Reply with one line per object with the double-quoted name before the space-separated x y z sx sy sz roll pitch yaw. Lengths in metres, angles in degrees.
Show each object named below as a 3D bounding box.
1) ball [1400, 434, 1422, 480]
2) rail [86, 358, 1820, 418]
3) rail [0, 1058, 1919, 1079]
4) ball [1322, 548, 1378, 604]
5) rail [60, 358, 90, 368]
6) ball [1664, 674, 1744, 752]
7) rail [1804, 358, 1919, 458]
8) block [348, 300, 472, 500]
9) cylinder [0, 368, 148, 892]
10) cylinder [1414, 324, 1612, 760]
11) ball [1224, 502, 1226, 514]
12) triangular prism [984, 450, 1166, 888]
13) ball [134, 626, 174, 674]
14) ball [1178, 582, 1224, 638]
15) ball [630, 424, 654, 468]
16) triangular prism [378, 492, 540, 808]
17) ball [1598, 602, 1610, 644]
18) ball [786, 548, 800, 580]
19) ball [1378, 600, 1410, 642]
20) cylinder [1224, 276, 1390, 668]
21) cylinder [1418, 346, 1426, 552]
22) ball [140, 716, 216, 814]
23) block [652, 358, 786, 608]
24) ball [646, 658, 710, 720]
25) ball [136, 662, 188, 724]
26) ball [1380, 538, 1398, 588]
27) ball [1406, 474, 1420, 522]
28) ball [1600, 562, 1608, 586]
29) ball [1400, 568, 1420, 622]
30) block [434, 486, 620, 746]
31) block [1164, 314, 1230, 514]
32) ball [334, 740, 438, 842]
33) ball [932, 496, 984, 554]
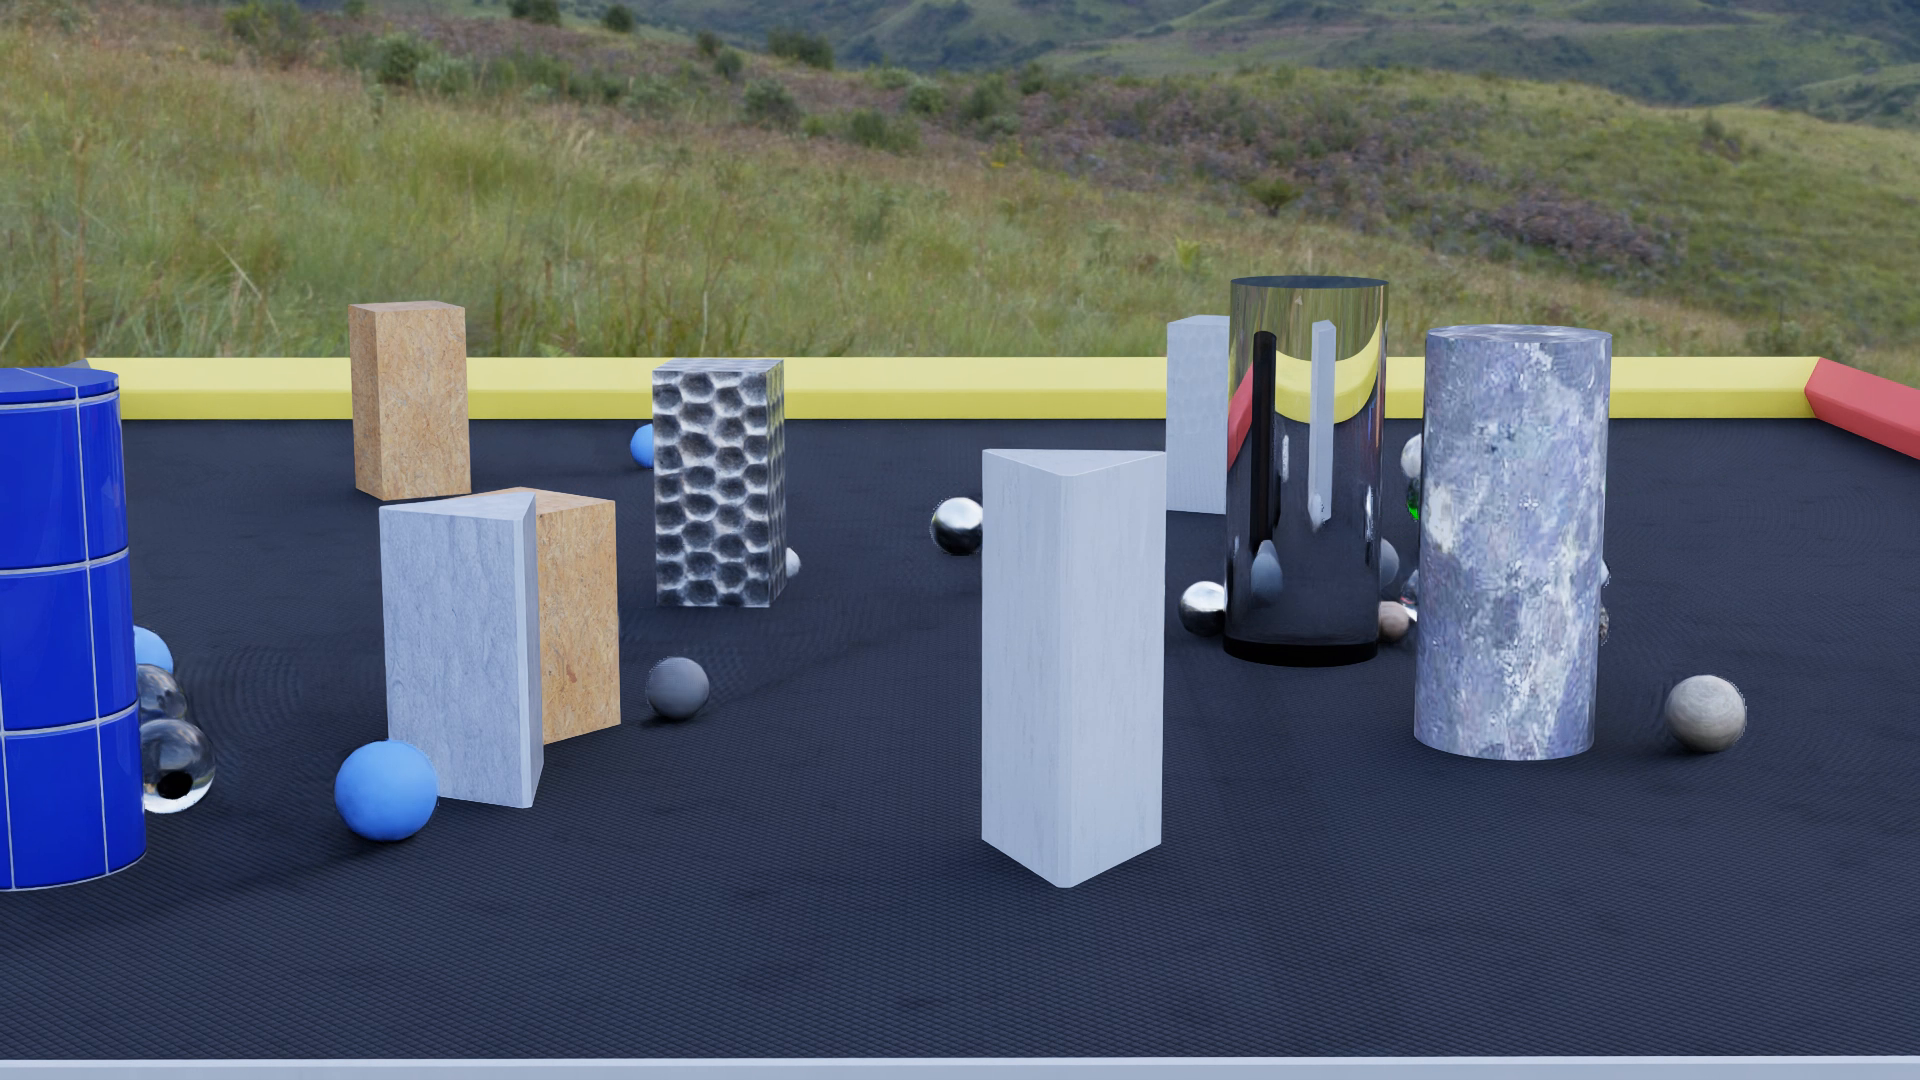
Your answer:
"ball" 0.818 -0.143 4.500 0.088 0.088 0.088 0 11 0
"rail" -0.011 -0.311 5.297 3.591 0.125 0.045 0 11 0
"rail" 0.011 0.376 1.602 3.591 0.125 0.045 0 11 0
"ball" 0.532 0.049 3.500 0.076 0.076 0.076 0 11 0
"rail" -1.772 0.034 3.439 0.045 0.125 3.806 0 11 0
"ball" 0.797 0.186 2.746 0.083 0.083 0.083 0 11 0
"rail" 1.772 0.030 3.459 0.045 0.125 3.806 0 11 0
"block" -0.945 -0.242 4.402 0.154 0.319 0.154 -6 12 -29
"cylinder" -0.855 0.076 2.340 0.193 0.447 0.193 0 11 0
"cylinder" 0.595 -0.002 2.770 0.193 0.443 0.193 0 11 0
"ball" 0.452 -0.050 4.048 0.071 0.071 0.071 0 11 0
"triangular prism" 0.082 0.107 2.370 0.145 0.374 0.167 7 13 34
"ball" -0.946 0.146 2.921 0.097 0.097 0.097 0 11 0
"ball" 0.315 0.089 3.297 0.072 0.072 0.072 0 11 0
"ball" -0.557 -0.170 4.663 0.082 0.082 0.082 0 11 0
"triangular prism" -0.474 0.104 2.616 0.167 0.290 0.145 5 12 25
"ball" 0.777 0.103 3.217 0.072 0.072 0.072 0 11 0
"ball" -0.252 0.034 3.656 0.048 0.048 0.048 0 11 0
"ball" 0.545 0.104 3.265 0.054 0.054 0.054 0 11 0
"cylinder" 0.428 -0.089 3.186 0.193 0.462 0.193 0 11 0
"cylinder" 0.789 -0.139 3.841 0.193 0.320 0.193 0 11 0
"ball" -0.781 0.221 2.522 0.094 0.094 0.094 0 11 0
"block" -0.329 -0.082 3.532 0.154 0.321 0.154 1 11 5
"ball" -0.317 0.167 2.882 0.070 0.070 0.070 0 11 0
"ball" -0.877 0.179 2.748 0.095 0.095 0.095 0 11 0
"ball" 0.574 0.033 3.586 0.077 0.077 0.077 0 11 0
"ball" 0.757 -0.067 4.082 0.091 0.091 0.091 0 11 0
"ball" 0.890 0.046 3.608 0.042 0.042 0.042 0 11 0
"ball" 0.618 0.073 3.366 0.078 0.078 0.078 0 11 0
"block" -0.488 0.083 2.831 0.154 0.253 0.154 8 13 38
"block" 0.441 -0.209 4.250 0.154 0.309 0.154 5 12 24
"ball" -0.543 0.238 2.429 0.096 0.096 0.096 0 11 0
"ball" 0.000 -0.021 3.850 0.086 0.086 0.086 0 11 0
